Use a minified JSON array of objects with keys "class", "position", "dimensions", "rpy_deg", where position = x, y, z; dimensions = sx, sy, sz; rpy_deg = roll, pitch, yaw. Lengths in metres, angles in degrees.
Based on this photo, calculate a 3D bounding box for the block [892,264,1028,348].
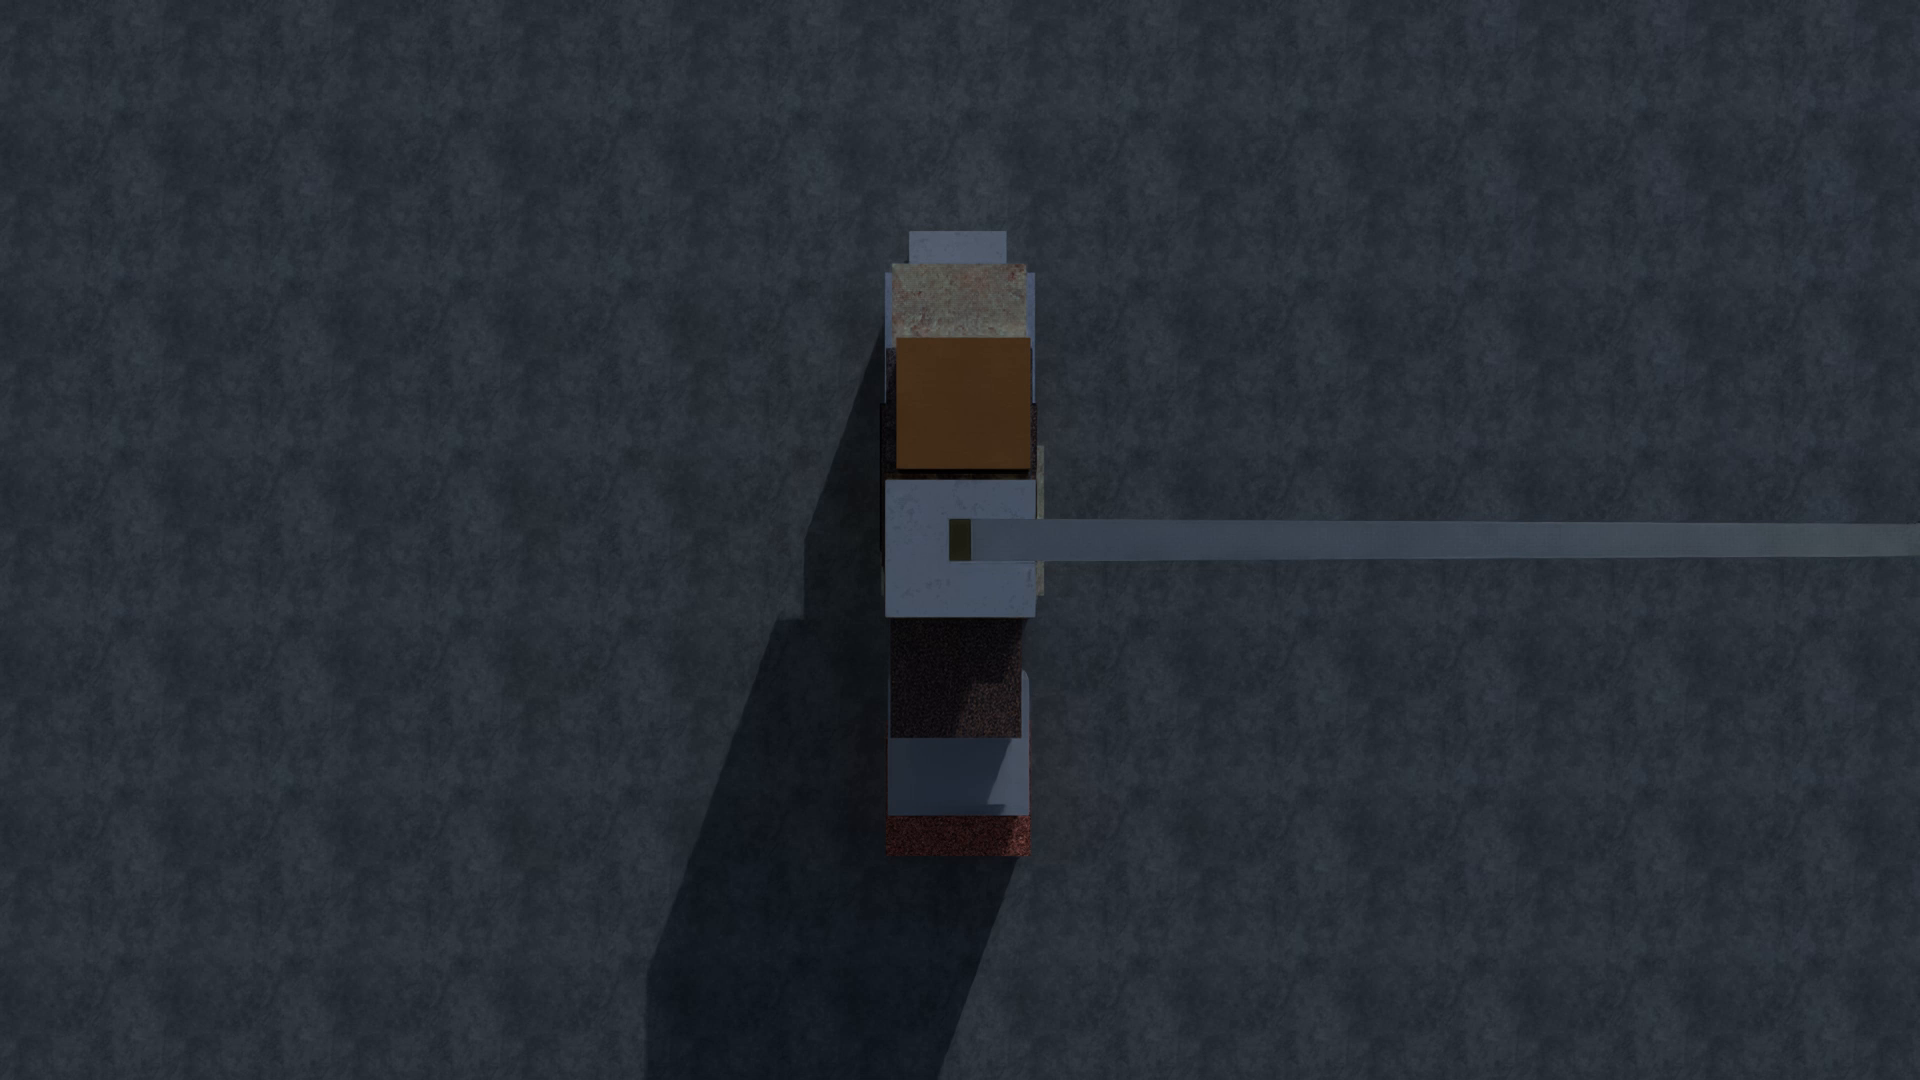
[{"class":"block","position":[-0.002,-1.009,11.062],"dimensions":[0.660,0.603,0.627],"rpy_deg":[0,83,0]}]

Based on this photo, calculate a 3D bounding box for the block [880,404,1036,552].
[{"class":"block","position":[-0.010,-0.322,11.693],"dimensions":[0.807,0.728,0.766],"rpy_deg":[0,90,0]}]

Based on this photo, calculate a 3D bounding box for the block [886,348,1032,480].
[{"class":"block","position":[-0.003,-0.561,10.362],"dimensions":[0.668,0.653,0.630],"rpy_deg":[0,90,0]}]

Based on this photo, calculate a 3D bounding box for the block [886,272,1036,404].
[{"class":"block","position":[0.001,-1.068,12.037],"dimensions":[0.798,0.694,0.707],"rpy_deg":[0,90,0]}]

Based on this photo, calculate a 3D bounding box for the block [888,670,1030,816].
[{"class":"block","position":[-0.008,1.070,11.746],"dimensions":[0.730,0.797,0.703],"rpy_deg":[0,90,0]}]

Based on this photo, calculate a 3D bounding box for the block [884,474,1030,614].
[{"class":"block","position":[-0.013,0.014,9.763],"dimensions":[0.623,0.552,0.609],"rpy_deg":[0,91,0]}]

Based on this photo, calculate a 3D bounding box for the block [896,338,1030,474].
[{"class":"block","position":[0.015,-0.586,9.723],"dimensions":[0.573,0.623,0.561],"rpy_deg":[0,90,0]}]

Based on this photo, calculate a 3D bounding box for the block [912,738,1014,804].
[{"class":"block","position":[0.013,0.994,11.049],"dimensions":[0.493,0.597,0.596],"rpy_deg":[0,90,0]}]

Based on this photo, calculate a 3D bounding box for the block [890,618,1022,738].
[{"class":"block","position":[-0.017,0.593,9.840],"dimensions":[0.570,0.509,0.542],"rpy_deg":[0,90,0]}]

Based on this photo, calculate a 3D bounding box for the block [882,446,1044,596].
[{"class":"block","position":[0.015,-0.106,12.528],"dimensions":[0.893,0.943,0.823],"rpy_deg":[0,90,0]}]

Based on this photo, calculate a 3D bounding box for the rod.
[{"class":"rod","position":[2.234,0.000,5.462],"dimensions":[5.200,0.080,0.080],"rpy_deg":[0,90,-31]}]

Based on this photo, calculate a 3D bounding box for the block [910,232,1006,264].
[{"class":"block","position":[-0.012,-1.443,12.714],"dimensions":[0.550,0.571,0.606],"rpy_deg":[0,90,0]}]

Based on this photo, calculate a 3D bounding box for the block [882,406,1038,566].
[{"class":"block","position":[-0.004,-0.265,11.008],"dimensions":[0.757,0.640,0.782],"rpy_deg":[0,90,0]}]

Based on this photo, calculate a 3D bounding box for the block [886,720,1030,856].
[{"class":"block","position":[-0.009,1.376,12.573],"dimensions":[0.800,0.855,0.741],"rpy_deg":[0,90,0]}]

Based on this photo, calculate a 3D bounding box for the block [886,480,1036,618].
[{"class":"block","position":[0.002,0.028,8.457],"dimensions":[0.561,0.467,0.514],"rpy_deg":[0,91,0]}]
